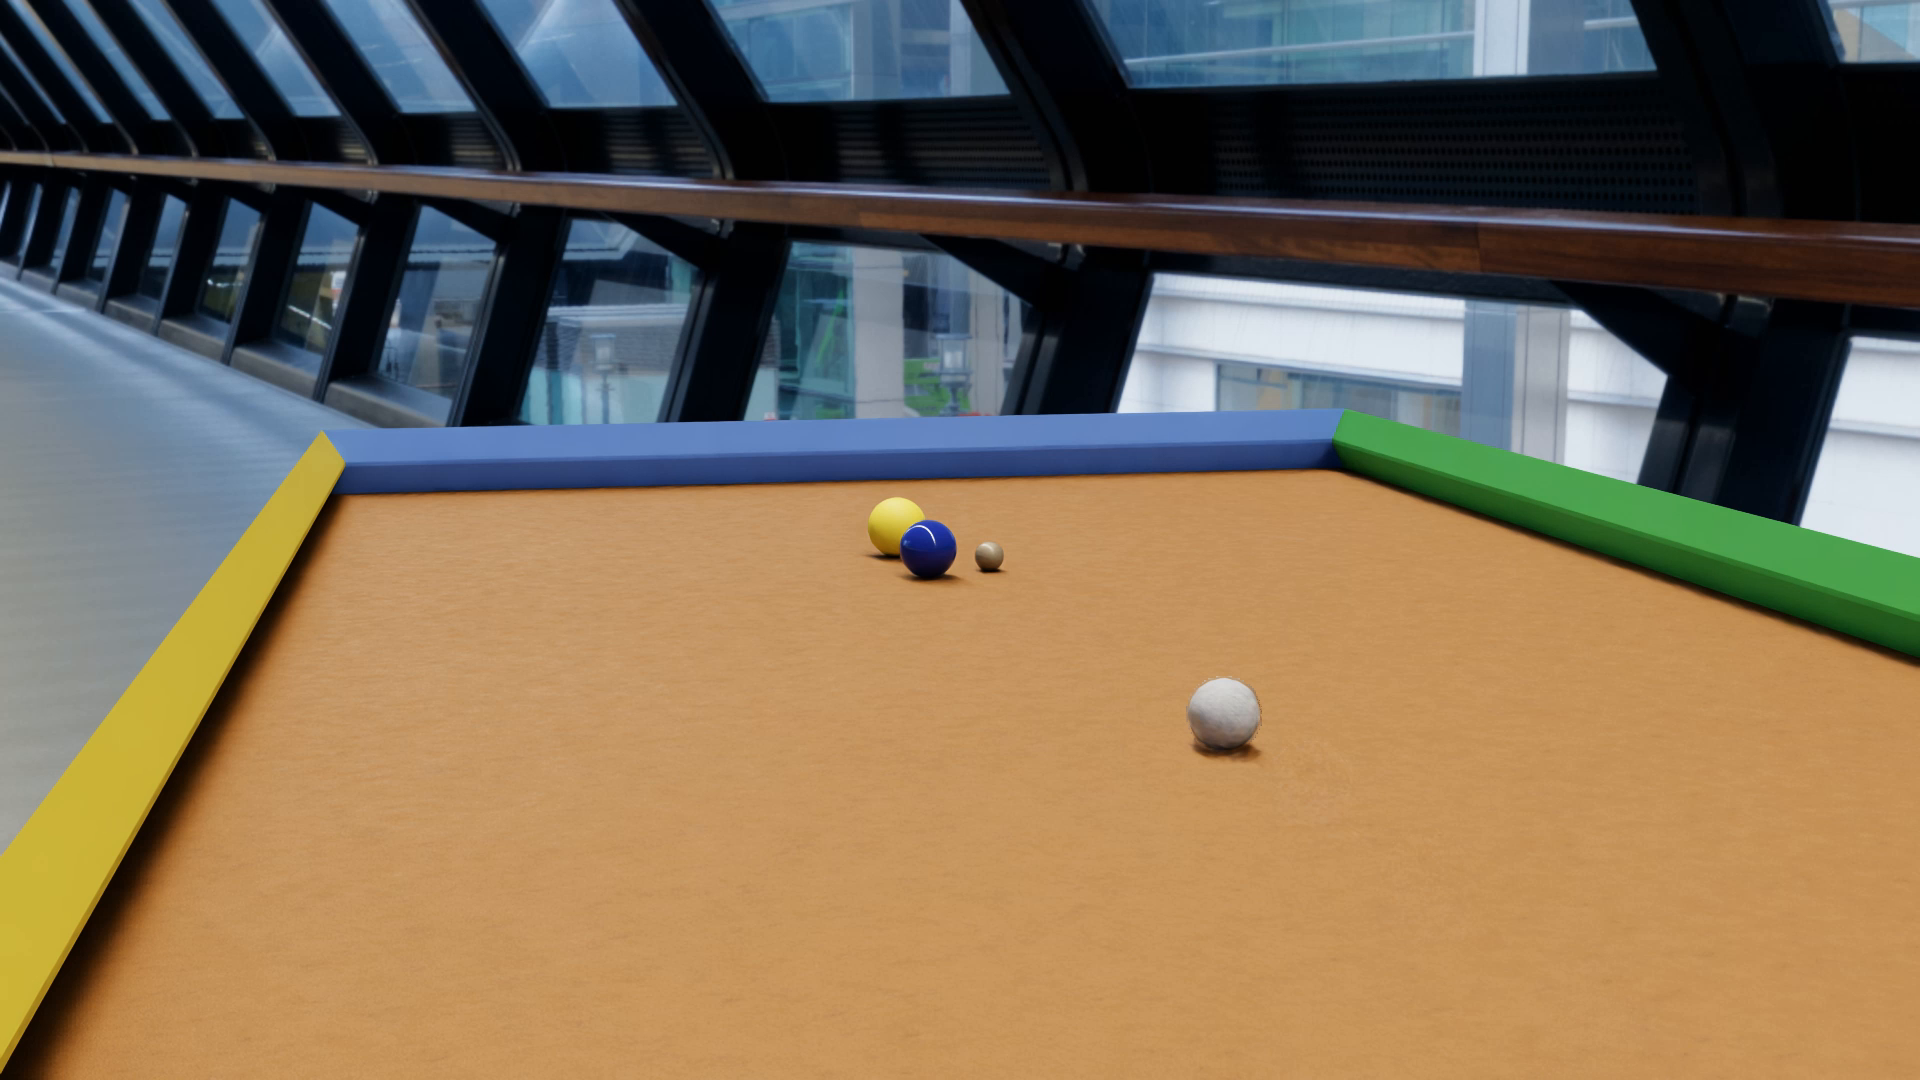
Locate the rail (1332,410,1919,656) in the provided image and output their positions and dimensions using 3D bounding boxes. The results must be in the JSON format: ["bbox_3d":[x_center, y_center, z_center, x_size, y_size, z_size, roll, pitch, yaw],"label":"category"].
[{"bbox_3d":[1.197,0.102,2.633,0.045,0.122,4.093,-2,9,-11],"label":"rail"}]

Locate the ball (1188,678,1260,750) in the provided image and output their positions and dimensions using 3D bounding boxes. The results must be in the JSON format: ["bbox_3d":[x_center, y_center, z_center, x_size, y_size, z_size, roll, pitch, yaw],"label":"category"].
[{"bbox_3d":[0.275,0.181,2.291,0.074,0.074,0.074,0,9,0],"label":"ball"}]

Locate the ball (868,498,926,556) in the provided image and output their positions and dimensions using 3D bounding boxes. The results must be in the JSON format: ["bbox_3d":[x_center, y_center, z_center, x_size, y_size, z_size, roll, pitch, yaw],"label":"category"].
[{"bbox_3d":[-0.100,-0.021,3.497,0.094,0.094,0.094,0,9,0],"label":"ball"}]

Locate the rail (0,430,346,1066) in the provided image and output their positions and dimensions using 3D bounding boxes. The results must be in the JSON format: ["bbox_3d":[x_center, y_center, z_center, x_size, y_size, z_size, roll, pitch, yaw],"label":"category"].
[{"bbox_3d":[-0.785,0.166,2.231,0.045,0.122,4.093,-2,9,-11],"label":"rail"}]

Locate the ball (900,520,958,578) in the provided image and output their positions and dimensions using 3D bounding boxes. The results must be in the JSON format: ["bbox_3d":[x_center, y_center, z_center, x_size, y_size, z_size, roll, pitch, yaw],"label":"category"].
[{"bbox_3d":[-0.048,0.013,3.306,0.087,0.087,0.087,0,9,0],"label":"ball"}]

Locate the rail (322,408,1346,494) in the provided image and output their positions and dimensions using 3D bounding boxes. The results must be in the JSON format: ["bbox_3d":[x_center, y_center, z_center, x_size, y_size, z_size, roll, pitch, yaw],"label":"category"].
[{"bbox_3d":[-0.201,-0.178,4.389,2.071,0.122,0.045,-2,9,-11],"label":"rail"}]

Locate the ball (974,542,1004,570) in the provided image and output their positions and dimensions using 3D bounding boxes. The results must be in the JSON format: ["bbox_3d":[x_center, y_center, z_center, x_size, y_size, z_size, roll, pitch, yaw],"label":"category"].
[{"bbox_3d":[0.045,0.025,3.367,0.045,0.045,0.045,0,9,0],"label":"ball"}]
